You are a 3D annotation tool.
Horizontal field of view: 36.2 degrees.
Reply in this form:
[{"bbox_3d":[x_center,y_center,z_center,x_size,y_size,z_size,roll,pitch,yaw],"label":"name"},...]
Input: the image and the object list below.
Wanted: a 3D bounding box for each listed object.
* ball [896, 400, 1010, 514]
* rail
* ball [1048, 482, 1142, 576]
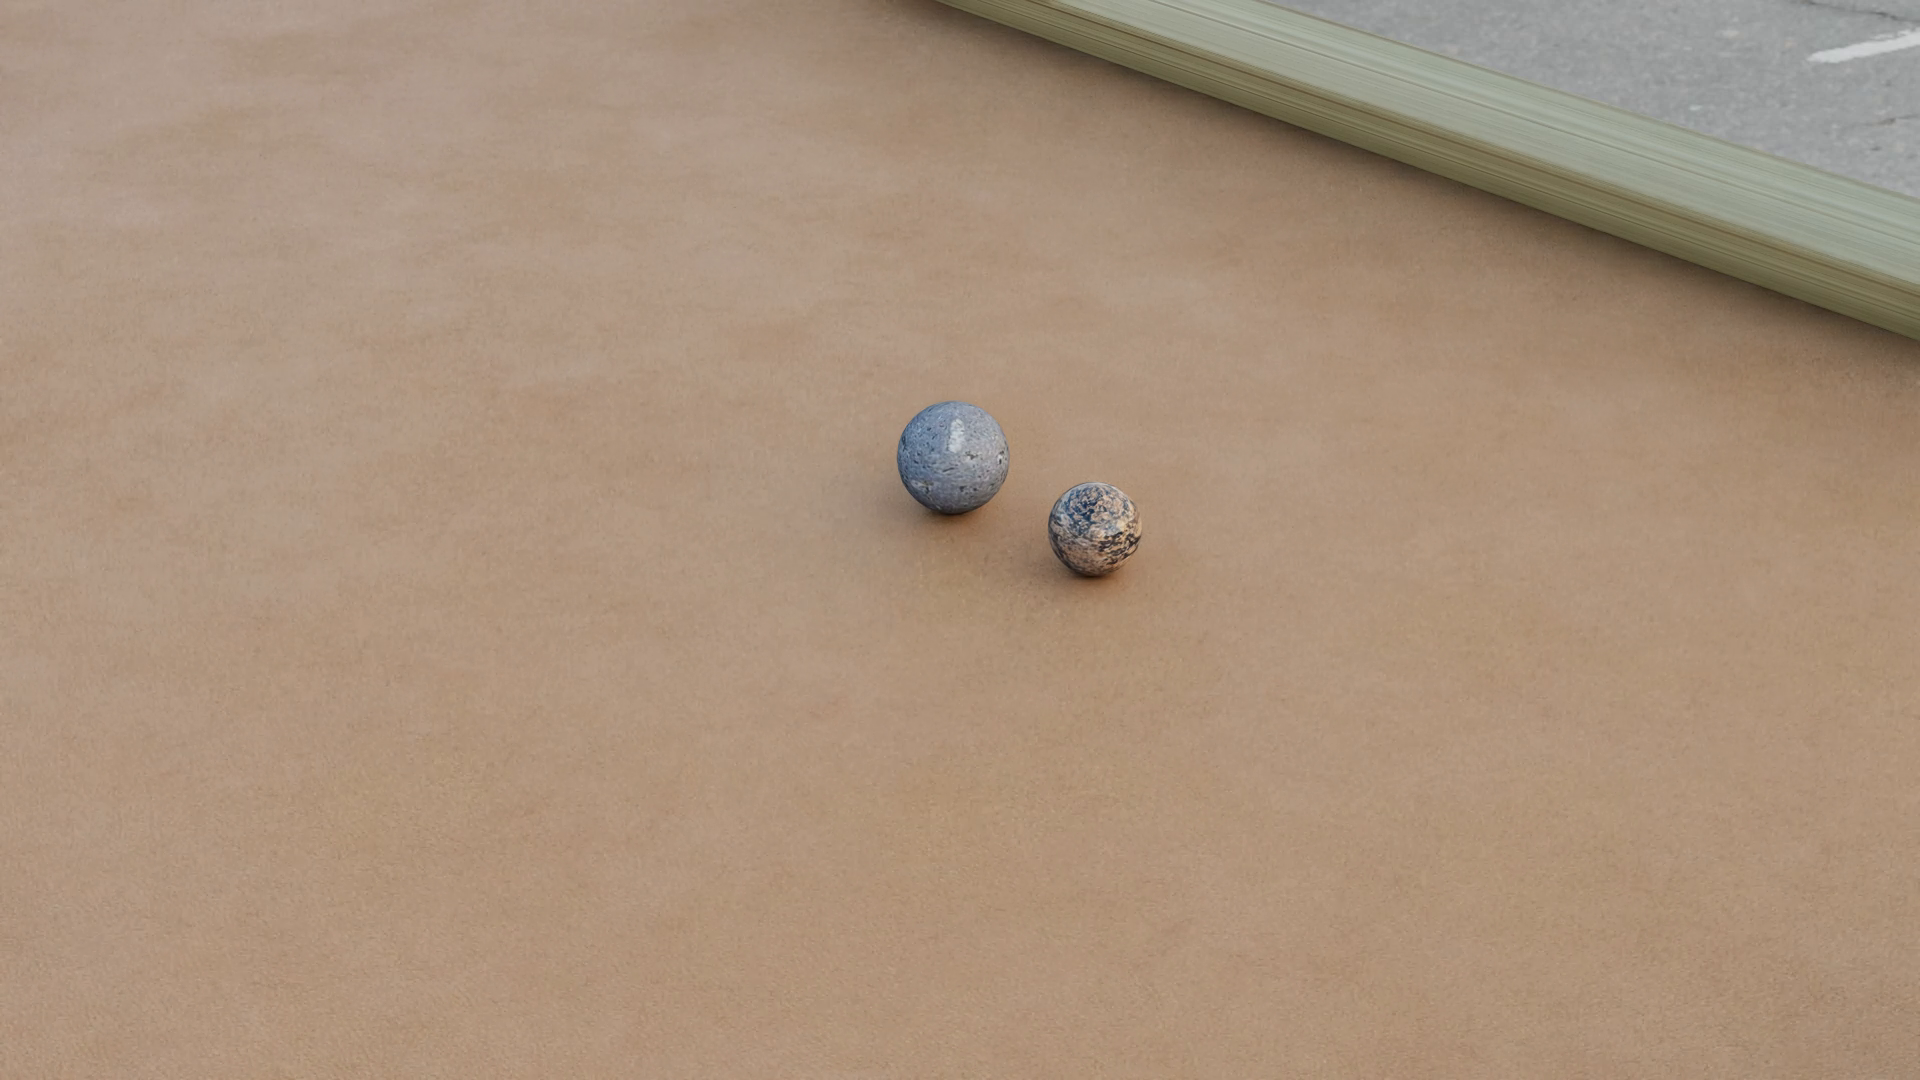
[{"bbox_3d":[-0.005,-0.064,2.279,0.088,0.088,0.088,0,25,0],"label":"ball"},{"bbox_3d":[0.199,-0.594,3.376,0.045,0.126,3.908,-17,30,-33],"label":"rail"},{"bbox_3d":[0.100,-0.008,2.180,0.070,0.070,0.070,0,25,0],"label":"ball"}]
